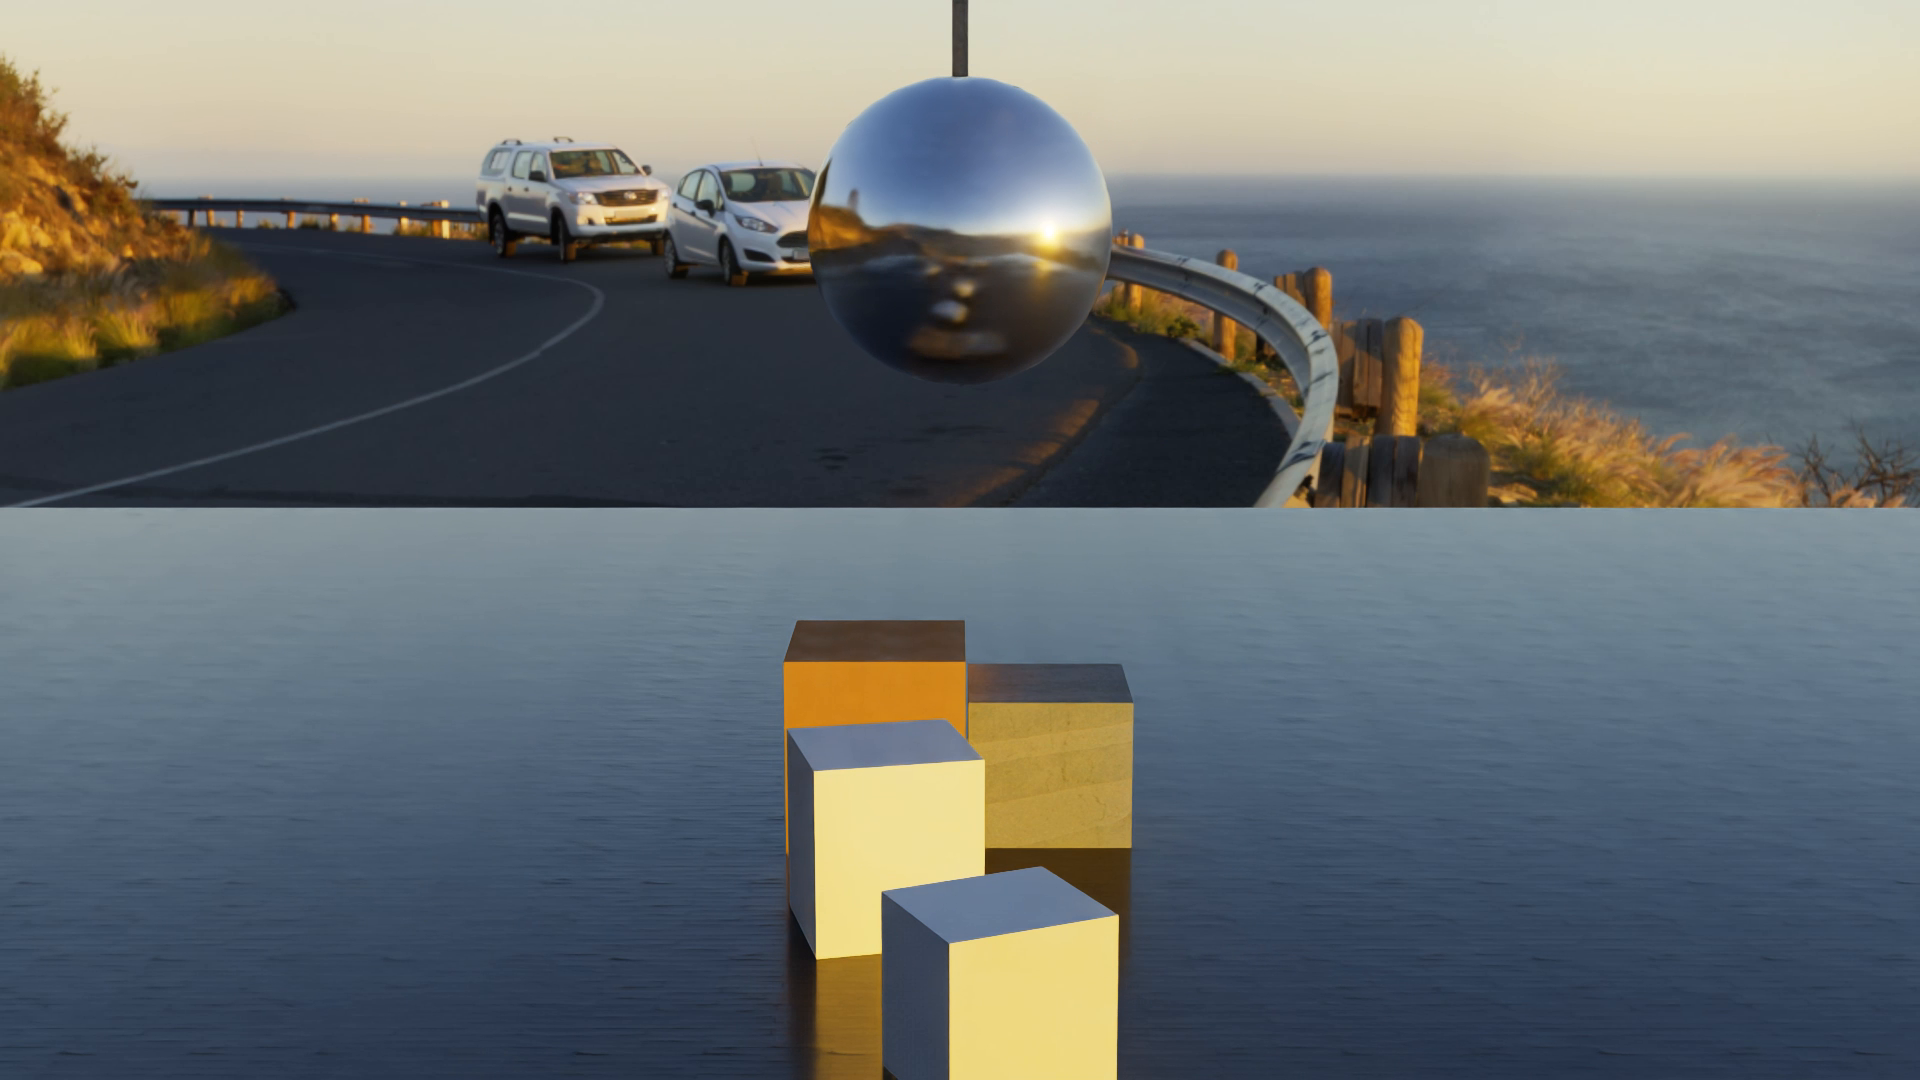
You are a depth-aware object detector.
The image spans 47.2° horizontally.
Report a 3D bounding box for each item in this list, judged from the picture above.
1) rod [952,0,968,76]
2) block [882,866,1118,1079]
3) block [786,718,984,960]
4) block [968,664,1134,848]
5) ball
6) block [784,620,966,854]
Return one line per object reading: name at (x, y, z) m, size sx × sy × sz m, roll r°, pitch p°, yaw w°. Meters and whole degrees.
rod at (0.000, -4.880, 10.546) m, size 0.080 × 5.200 × 0.080 m, roll 0°, pitch 16°, yaw 0°
block at (0.142, 1.698, 8.273) m, size 0.686 × 0.698 × 0.614 m, roll -5°, pitch 11°, yaw -25°
block at (-0.344, 1.327, 9.905) m, size 0.753 × 0.845 × 0.716 m, roll -3°, pitch 11°, yaw -14°
block at (0.452, 1.104, 11.392) m, size 0.819 × 0.752 × 0.824 m, roll 0°, pitch 10°, yaw 0°
ball at (0.000, -1.608, 11.472) m, size 1.600 × 1.600 × 1.600 m, roll 0°, pitch 10°, yaw 0°
block at (-0.421, 0.996, 11.345) m, size 0.893 × 0.981 × 0.950 m, roll 0°, pitch 10°, yaw 0°
